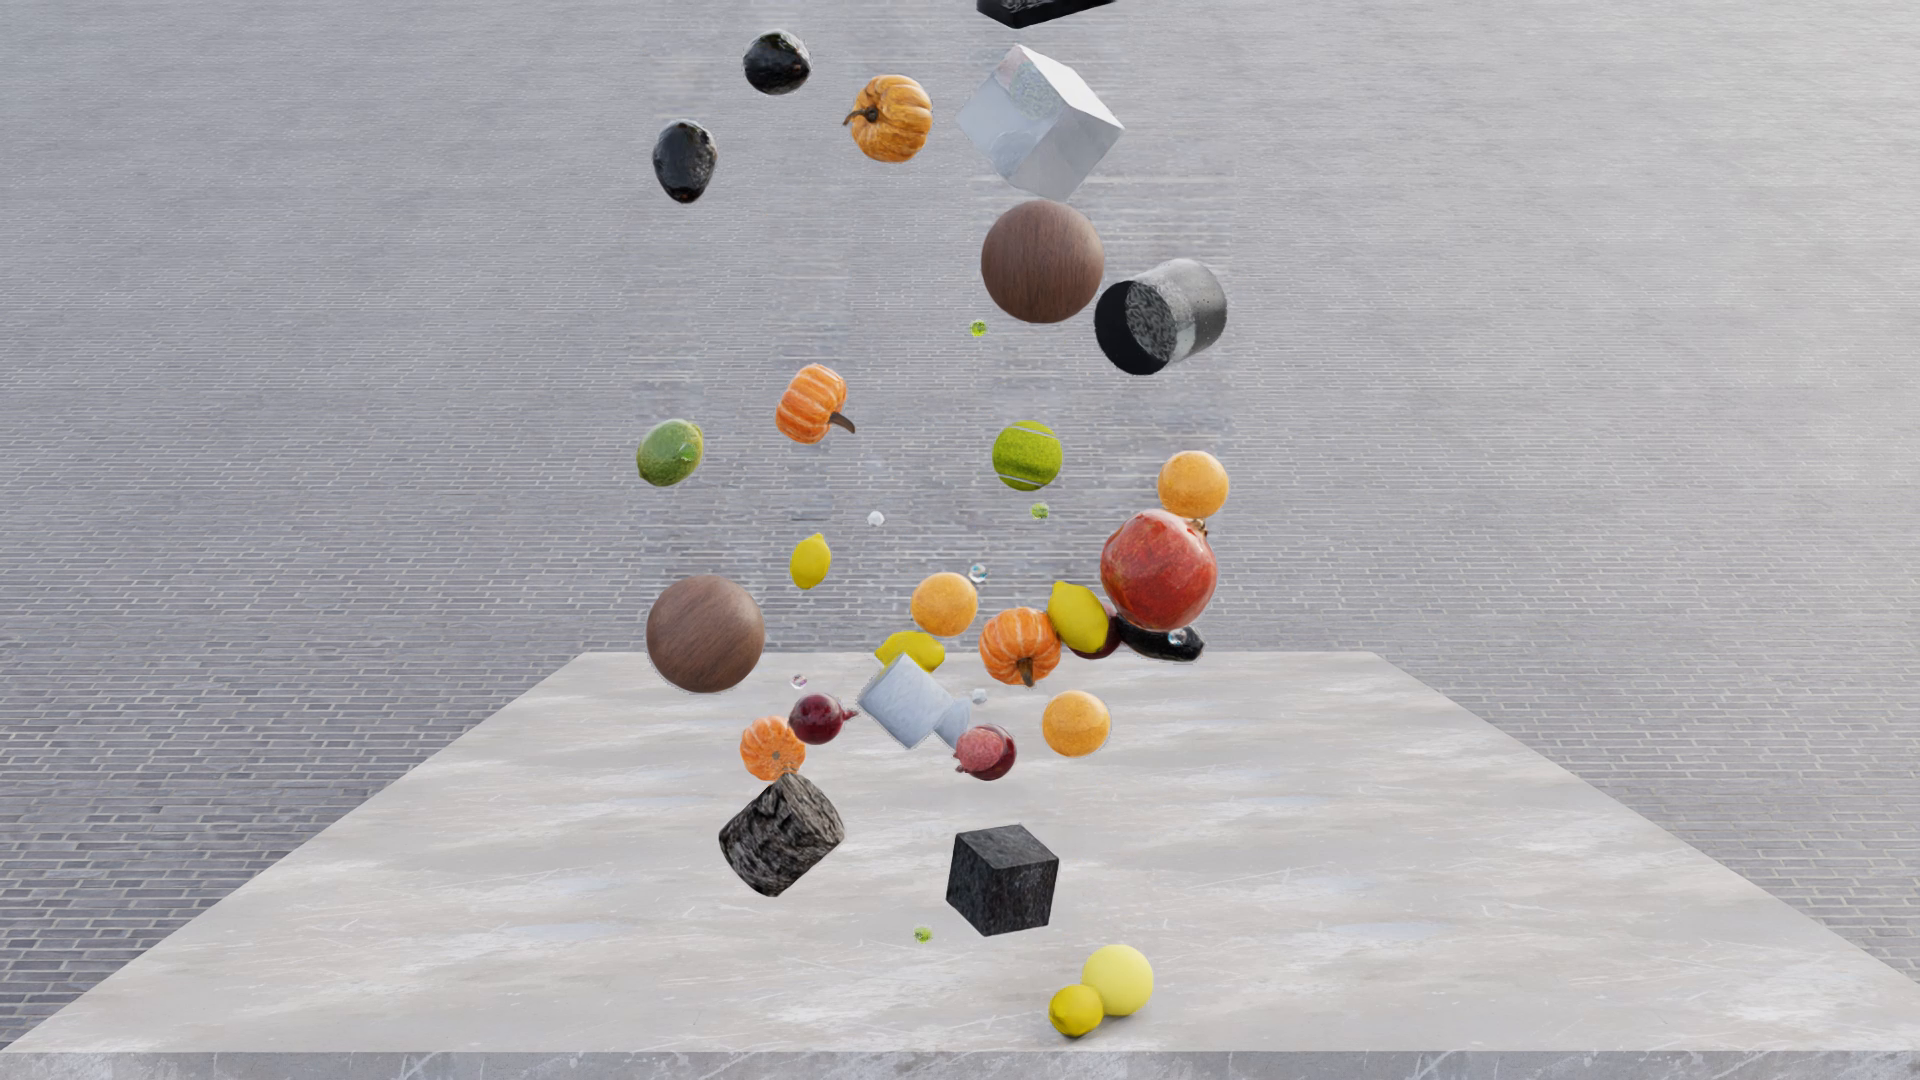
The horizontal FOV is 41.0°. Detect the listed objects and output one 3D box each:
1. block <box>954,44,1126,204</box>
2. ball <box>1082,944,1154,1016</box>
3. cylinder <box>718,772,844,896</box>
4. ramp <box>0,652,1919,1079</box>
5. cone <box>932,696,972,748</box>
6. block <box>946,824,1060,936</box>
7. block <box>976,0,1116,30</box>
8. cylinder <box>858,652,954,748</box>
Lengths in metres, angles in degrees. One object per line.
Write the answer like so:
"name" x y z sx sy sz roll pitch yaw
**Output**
"block" 0.079 -0.409 2.530 0.098 0.098 0.098 11 37 -52
"ball" 0.164 0.459 2.677 0.075 0.075 0.075 0 21 0
"cylinder" -0.184 0.304 2.657 0.092 0.092 0.092 -42 14 17
"ramp" 0.049 0.444 4.532 2.000 0.100 4.000 0 3 0
"cone" -0.025 0.176 2.592 0.054 0.054 0.054 19 16 -17
"block" 0.047 0.380 2.879 0.085 0.085 0.085 -5 25 -31
"block" 0.064 -0.493 2.159 0.092 0.092 0.092 -18 26 -13
"cylinder" -0.052 0.154 2.469 0.066 0.066 0.066 43 24 -5
